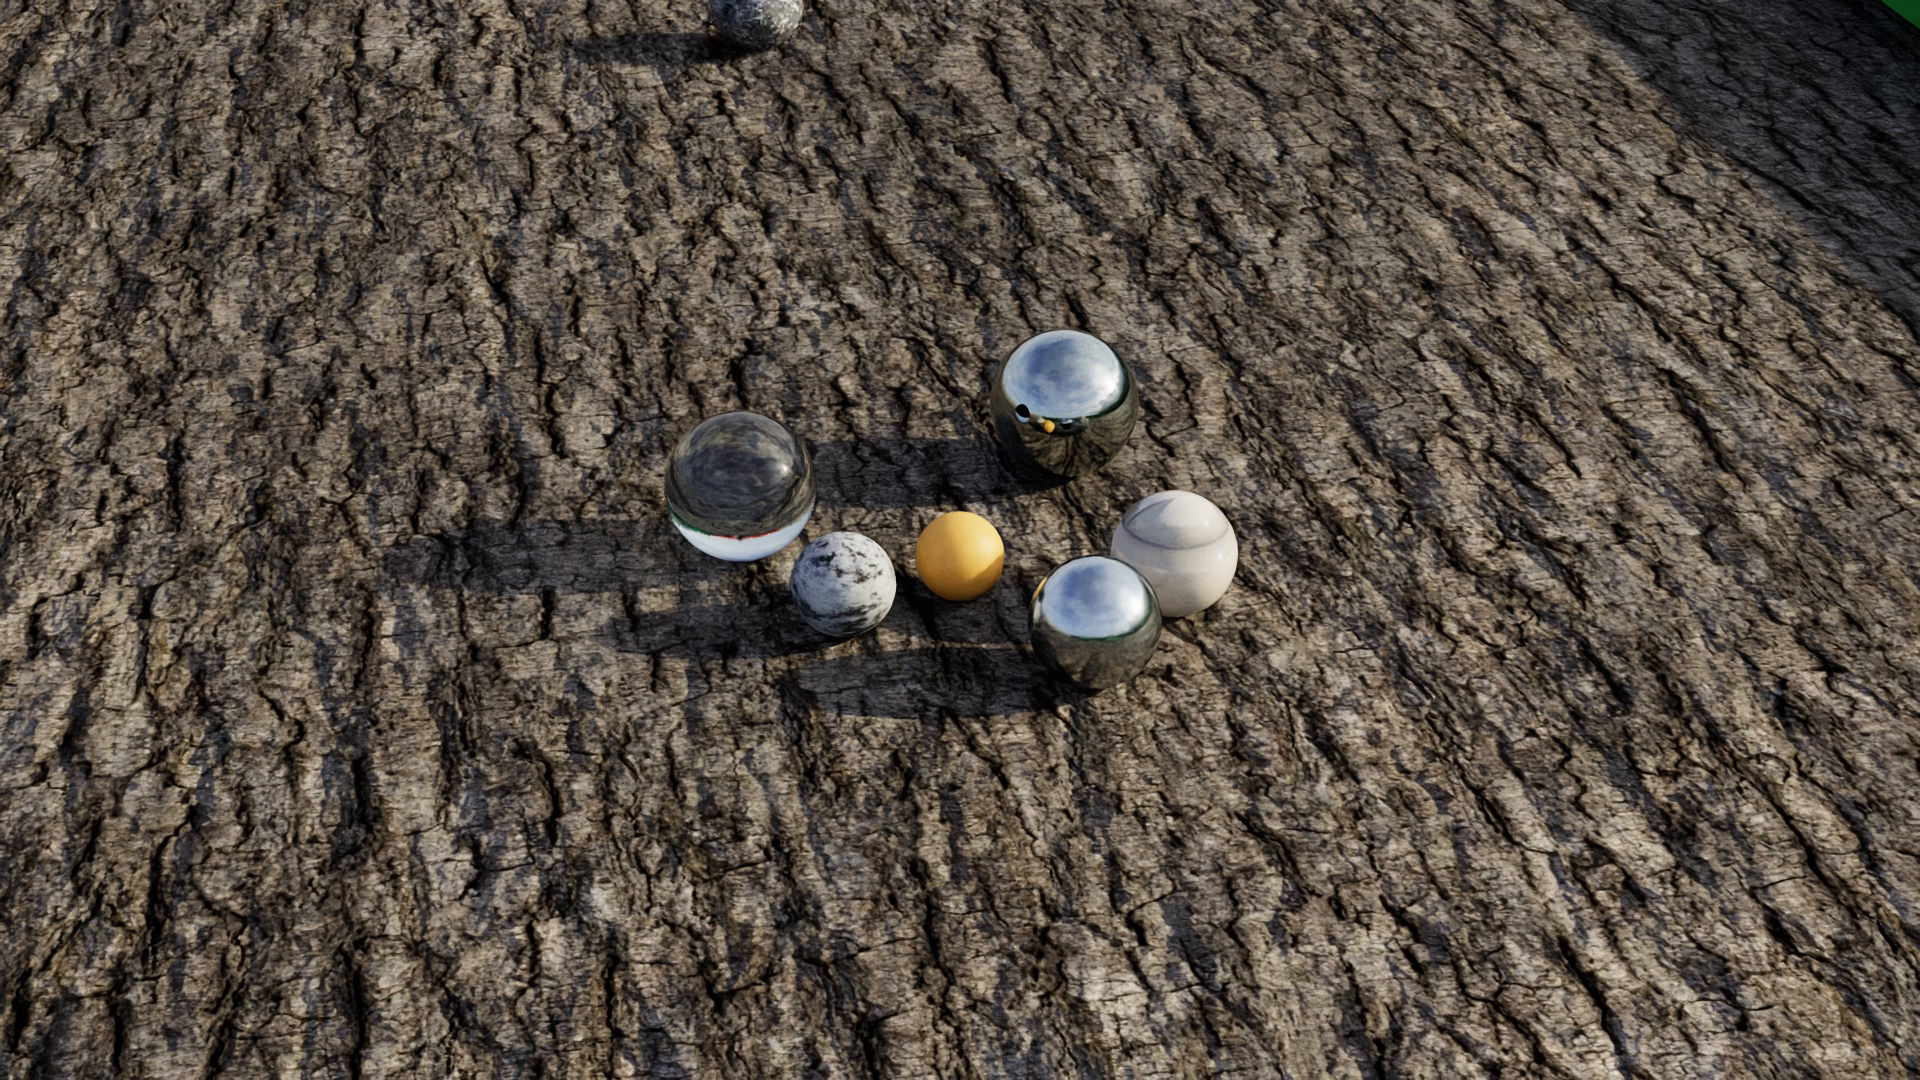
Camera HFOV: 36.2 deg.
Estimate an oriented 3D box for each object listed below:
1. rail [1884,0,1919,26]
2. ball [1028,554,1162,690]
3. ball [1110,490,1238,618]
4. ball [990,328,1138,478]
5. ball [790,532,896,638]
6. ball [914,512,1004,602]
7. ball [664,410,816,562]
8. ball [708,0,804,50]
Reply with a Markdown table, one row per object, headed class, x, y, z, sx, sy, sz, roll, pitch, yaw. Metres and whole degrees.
| class | x | y | z | sx | sy | sz | roll | pitch | yaw |
| --- | --- | --- | --- | --- | --- | --- | --- | --- | --- |
| rail | 0.797 | -0.571 | 2.674 | 0.045 | 0.122 | 3.822 | -5 | 30 | -9 |
| ball | 0.075 | 0.046 | 1.638 | 0.075 | 0.075 | 0.075 | 0 | 30 | 0 |
| ball | 0.124 | 0.008 | 1.705 | 0.074 | 0.074 | 0.074 | 0 | 30 | 0 |
| ball | 0.066 | -0.086 | 1.851 | 0.094 | 0.094 | 0.094 | 0 | 30 | 0 |
| ball | -0.067 | 0.025 | 1.688 | 0.061 | 0.061 | 0.061 | 0 | 30 | 0 |
| ball | 0.000 | 0.010 | 1.724 | 0.053 | 0.053 | 0.053 | 0 | 30 | 0 |
| ball | -0.131 | -0.032 | 1.758 | 0.091 | 0.091 | 0.091 | 0 | 30 | 0 |
| ball | -0.175 | -0.461 | 2.523 | 0.082 | 0.082 | 0.082 | 0 | 30 | 0 |
